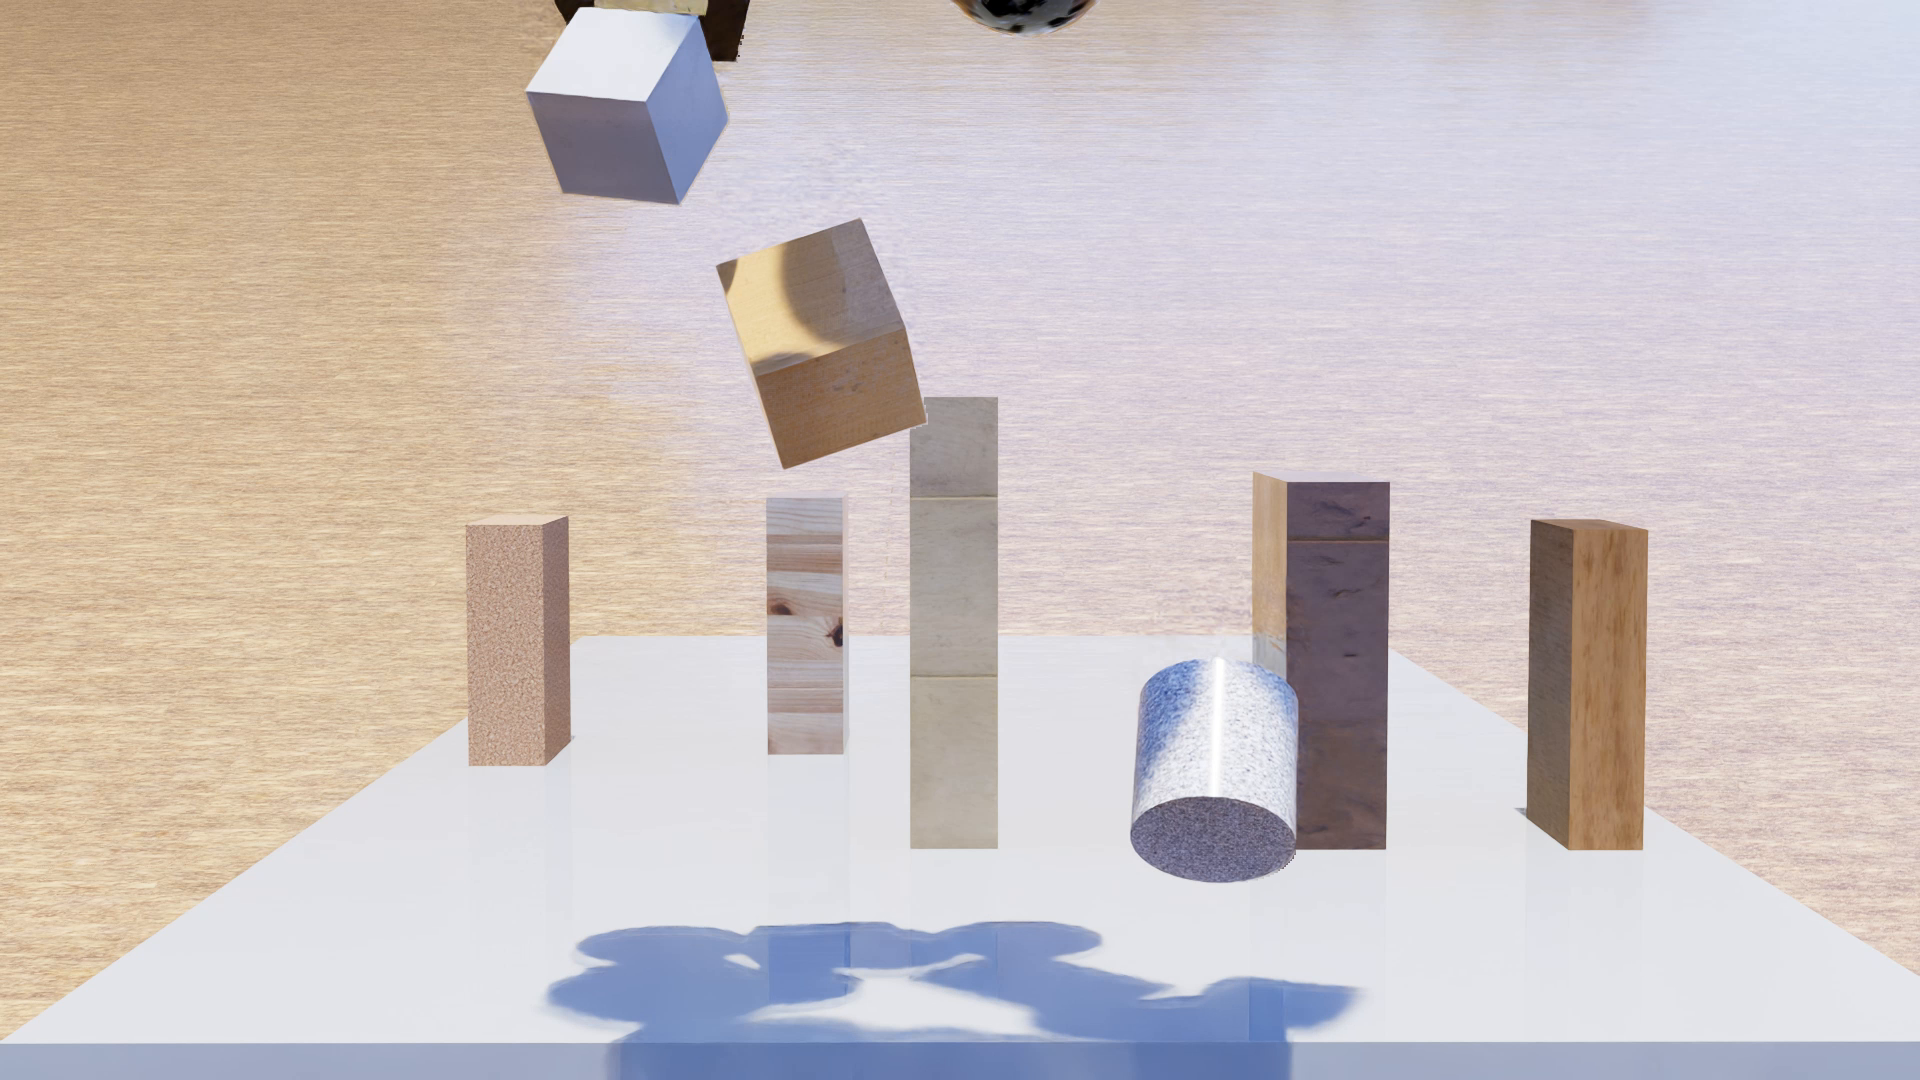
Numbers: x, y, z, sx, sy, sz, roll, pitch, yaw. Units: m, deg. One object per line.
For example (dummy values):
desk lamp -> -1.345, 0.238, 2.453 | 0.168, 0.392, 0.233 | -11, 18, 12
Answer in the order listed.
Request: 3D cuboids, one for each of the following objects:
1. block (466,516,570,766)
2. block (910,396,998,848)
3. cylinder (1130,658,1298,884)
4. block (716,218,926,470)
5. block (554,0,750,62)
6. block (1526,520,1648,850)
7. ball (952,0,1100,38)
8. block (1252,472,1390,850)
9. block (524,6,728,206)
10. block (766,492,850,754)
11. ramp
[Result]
block -> -0.766, 0.169, 4.471 | 0.129, 0.409, 0.293 | 0, 4, 0
block -> -0.009, 0.109, 3.676 | 0.122, 0.628, 0.241 | 0, 4, 0
cylinder -> 0.253, 0.229, 2.540 | 0.160, 0.160, 0.160 | 2, 52, 6
block -> -0.150, -0.212, 2.786 | 0.165, 0.165, 0.165 | -19, 55, -4
block -> -0.301, -0.578, 2.508 | 0.156, 0.156, 0.156 | -3, 40, -27
block -> 0.895, 0.200, 3.678 | 0.103, 0.446, 0.265 | 0, 4, 0
ball -> 0.069, -0.631, 2.702 | 0.200, 0.200, 0.200 | 0, 20, 0
block -> 0.521, 0.162, 3.752 | 0.142, 0.512, 0.408 | 0, 4, 0
block -> -0.291, -0.383, 2.263 | 0.116, 0.116, 0.116 | 8, 51, 20
block -> -0.269, 0.143, 4.575 | 0.132, 0.448, 0.241 | 0, 4, 0
ramp -> 0.046, 0.420, 4.534 | 2.000, 0.100, 4.000 | 0, 4, 0
